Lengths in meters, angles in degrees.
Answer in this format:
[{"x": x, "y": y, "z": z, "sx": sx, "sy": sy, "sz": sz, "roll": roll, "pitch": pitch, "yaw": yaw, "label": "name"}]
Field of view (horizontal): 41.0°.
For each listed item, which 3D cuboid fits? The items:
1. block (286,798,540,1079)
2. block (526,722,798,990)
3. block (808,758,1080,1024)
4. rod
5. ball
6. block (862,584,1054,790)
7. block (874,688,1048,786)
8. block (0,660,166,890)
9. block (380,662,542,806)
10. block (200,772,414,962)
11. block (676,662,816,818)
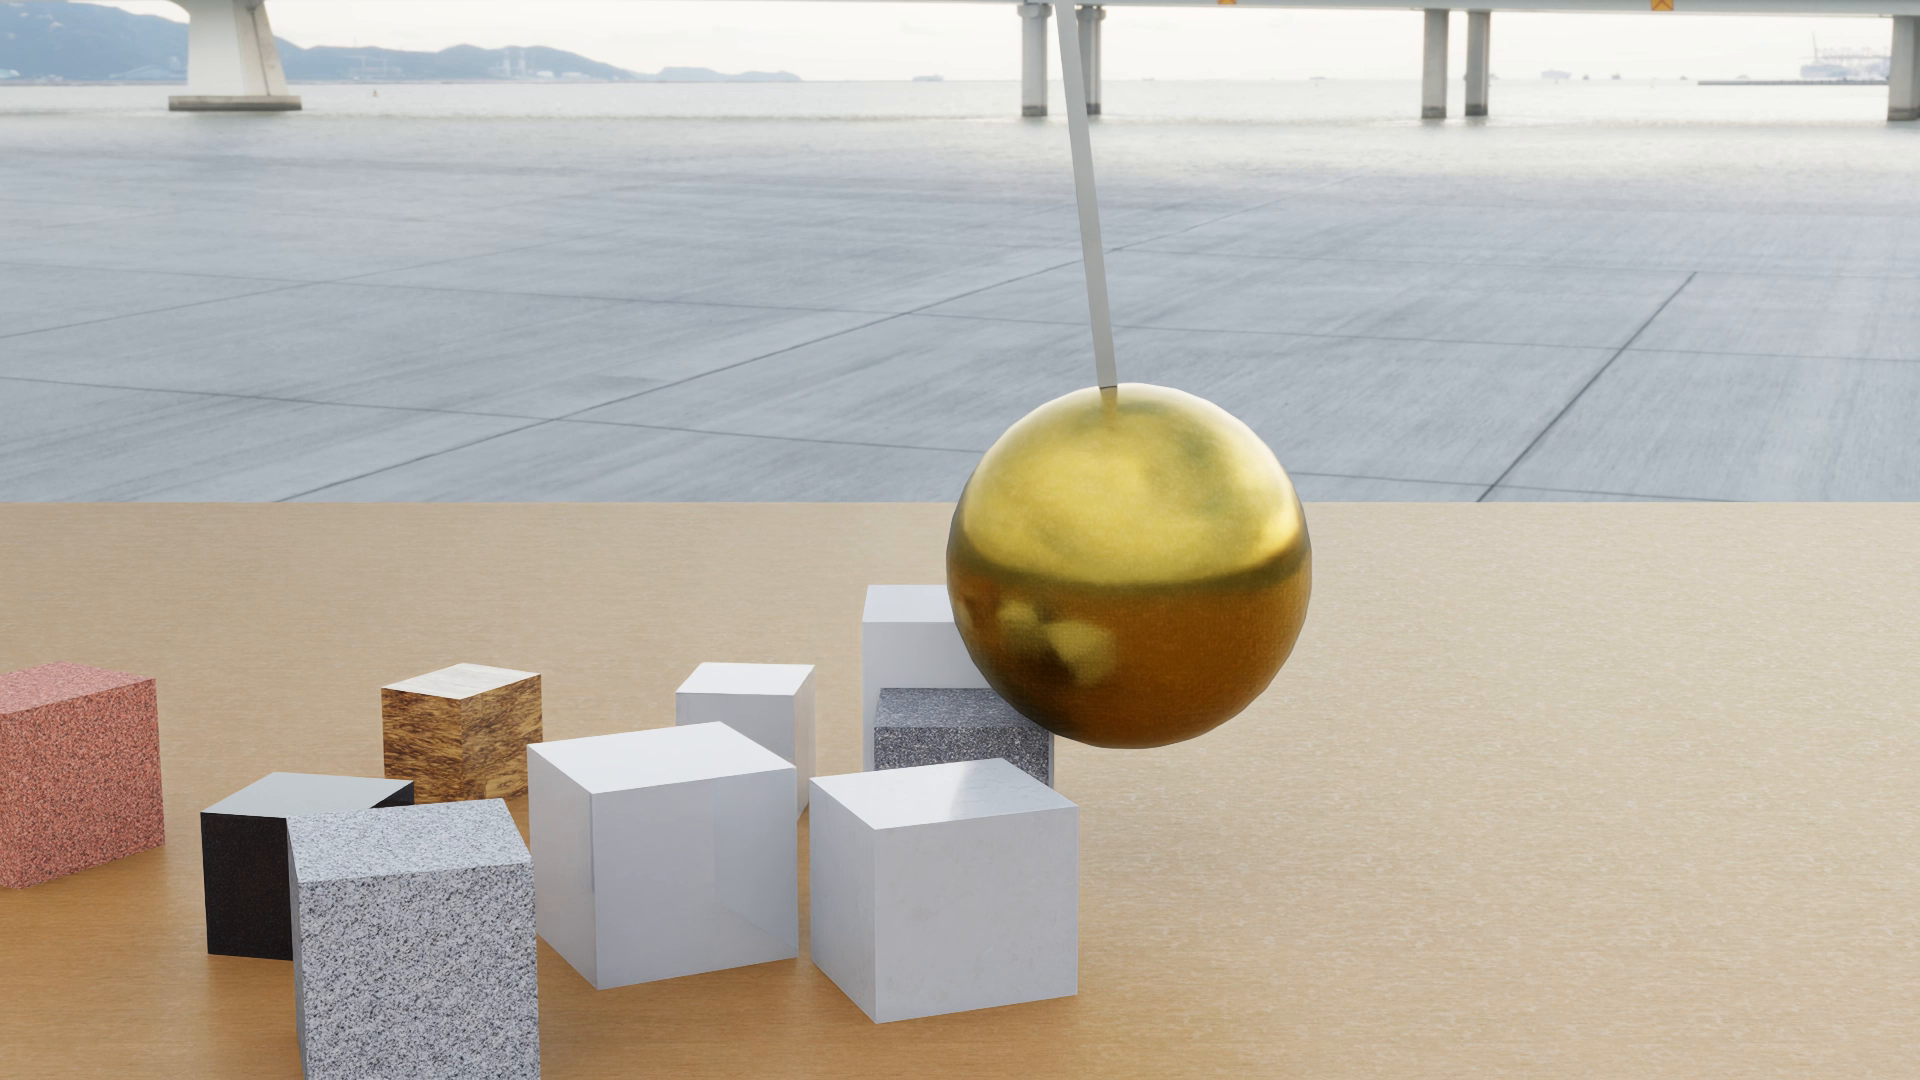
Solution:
[{"x": -1.966, "y": 1.466, "z": 9.183, "sx": 0.786, "sy": 0.829, "sz": 0.830, "roll": -3, "pitch": 11, "yaw": -17, "label": "block"}, {"x": -1.214, "y": 1.259, "z": 10.432, "sx": 0.849, "sy": 0.790, "sz": 0.821, "roll": -5, "pitch": 12, "yaw": -26, "label": "block"}, {"x": -0.072, "y": 1.349, "z": 10.033, "sx": 0.829, "sy": 0.755, "sz": 0.757, "roll": -4, "pitch": 11, "yaw": -22, "label": "block"}, {"x": 0.319, "y": -3.205, "z": 10.598, "sx": 0.080, "sy": 5.200, "sz": 0.080, "roll": -7, "pitch": 10, "yaw": 1, "label": "rod"}, {"x": 0.736, "y": 0.115, "z": 11.201, "sx": 1.600, "sy": 1.600, "sz": 1.600, "roll": 0, "pitch": 10, "yaw": 0, "label": "ball"}, {"x": -0.007, "y": 0.785, "z": 12.512, "sx": 0.904, "sy": 0.978, "sz": 0.882, "roll": 0, "pitch": 10, "yaw": 0, "label": "block"}, {"x": 0.010, "y": 1.086, "z": 11.743, "sx": 0.771, "sy": 0.661, "sz": 0.732, "roll": 0, "pitch": 10, "yaw": 1, "label": "block"}, {"x": -4.159, "y": 1.046, "z": 11.611, "sx": 0.659, "sy": 0.789, "sz": 0.798, "roll": 7, "pitch": 12, "yaw": 32, "label": "block"}, {"x": -2.433, "y": 0.973, "z": 12.581, "sx": 0.493, "sy": 0.584, "sz": 0.606, "roll": 6, "pitch": 12, "yaw": 29, "label": "block"}, {"x": -2.660, "y": 1.339, "z": 10.540, "sx": 0.636, "sy": 0.595, "sz": 0.619, "roll": 2, "pitch": 11, "yaw": 13, "label": "block"}, {"x": -1.029, "y": 0.977, "z": 12.426, "sx": 0.565, "sy": 0.631, "sz": 0.625, "roll": 1, "pitch": 10, "yaw": 6, "label": "block"}]
